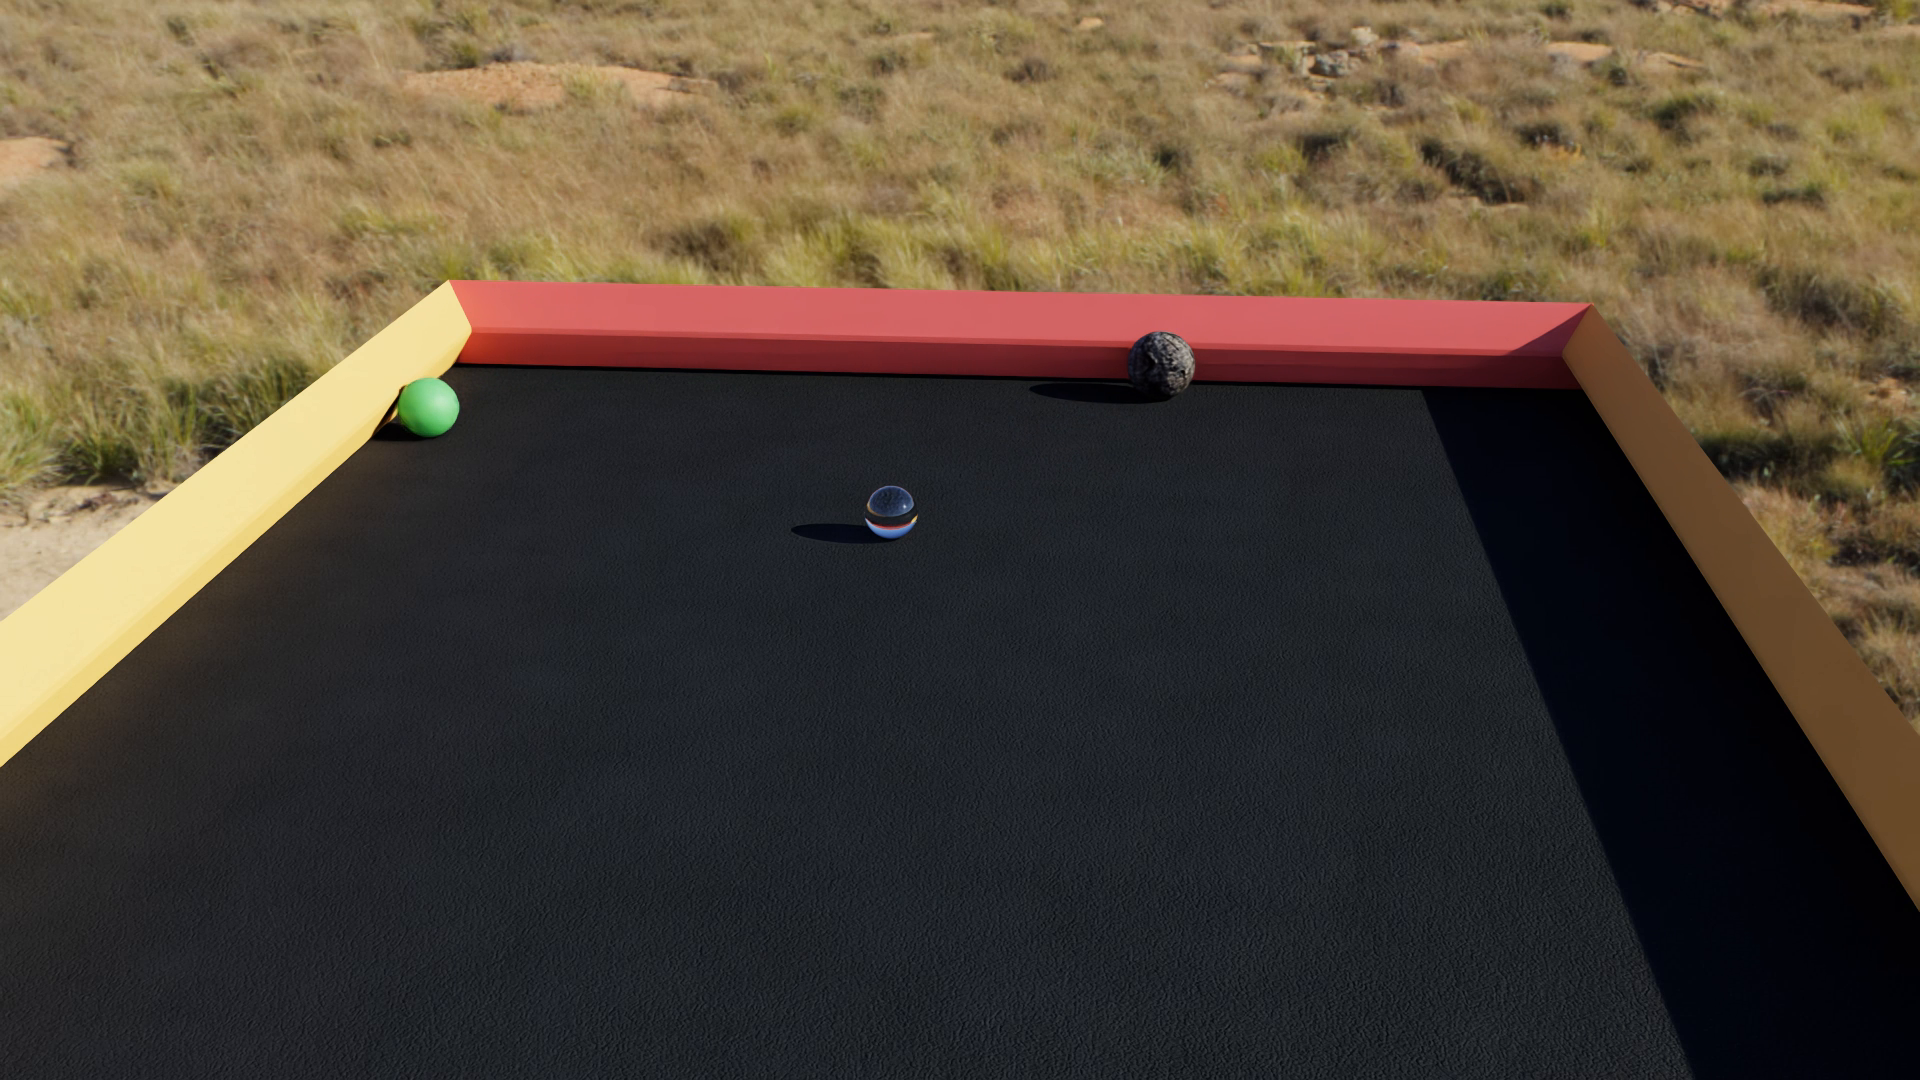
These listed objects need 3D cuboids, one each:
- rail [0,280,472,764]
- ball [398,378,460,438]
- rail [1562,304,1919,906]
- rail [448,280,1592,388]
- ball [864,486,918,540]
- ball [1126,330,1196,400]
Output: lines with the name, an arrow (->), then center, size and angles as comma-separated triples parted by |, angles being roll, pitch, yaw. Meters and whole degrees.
rail -> -0.892, 0.237, 1.783 | 0.045, 0.127, 3.322 | 2, 20, 5
ball -> -0.724, -0.181, 2.994 | 0.082, 0.082, 0.082 | 0, 20, 0
rail -> 0.750, 0.286, 1.650 | 0.045, 0.127, 3.322 | 2, 20, 5
rail -> 0.069, -0.299, 3.248 | 1.696, 0.127, 0.045 | 2, 20, 5
ball -> -0.082, -0.033, 2.616 | 0.064, 0.064, 0.064 | 0, 20, 0
ball -> 0.289, -0.252, 3.164 | 0.098, 0.098, 0.098 | 0, 20, 0
